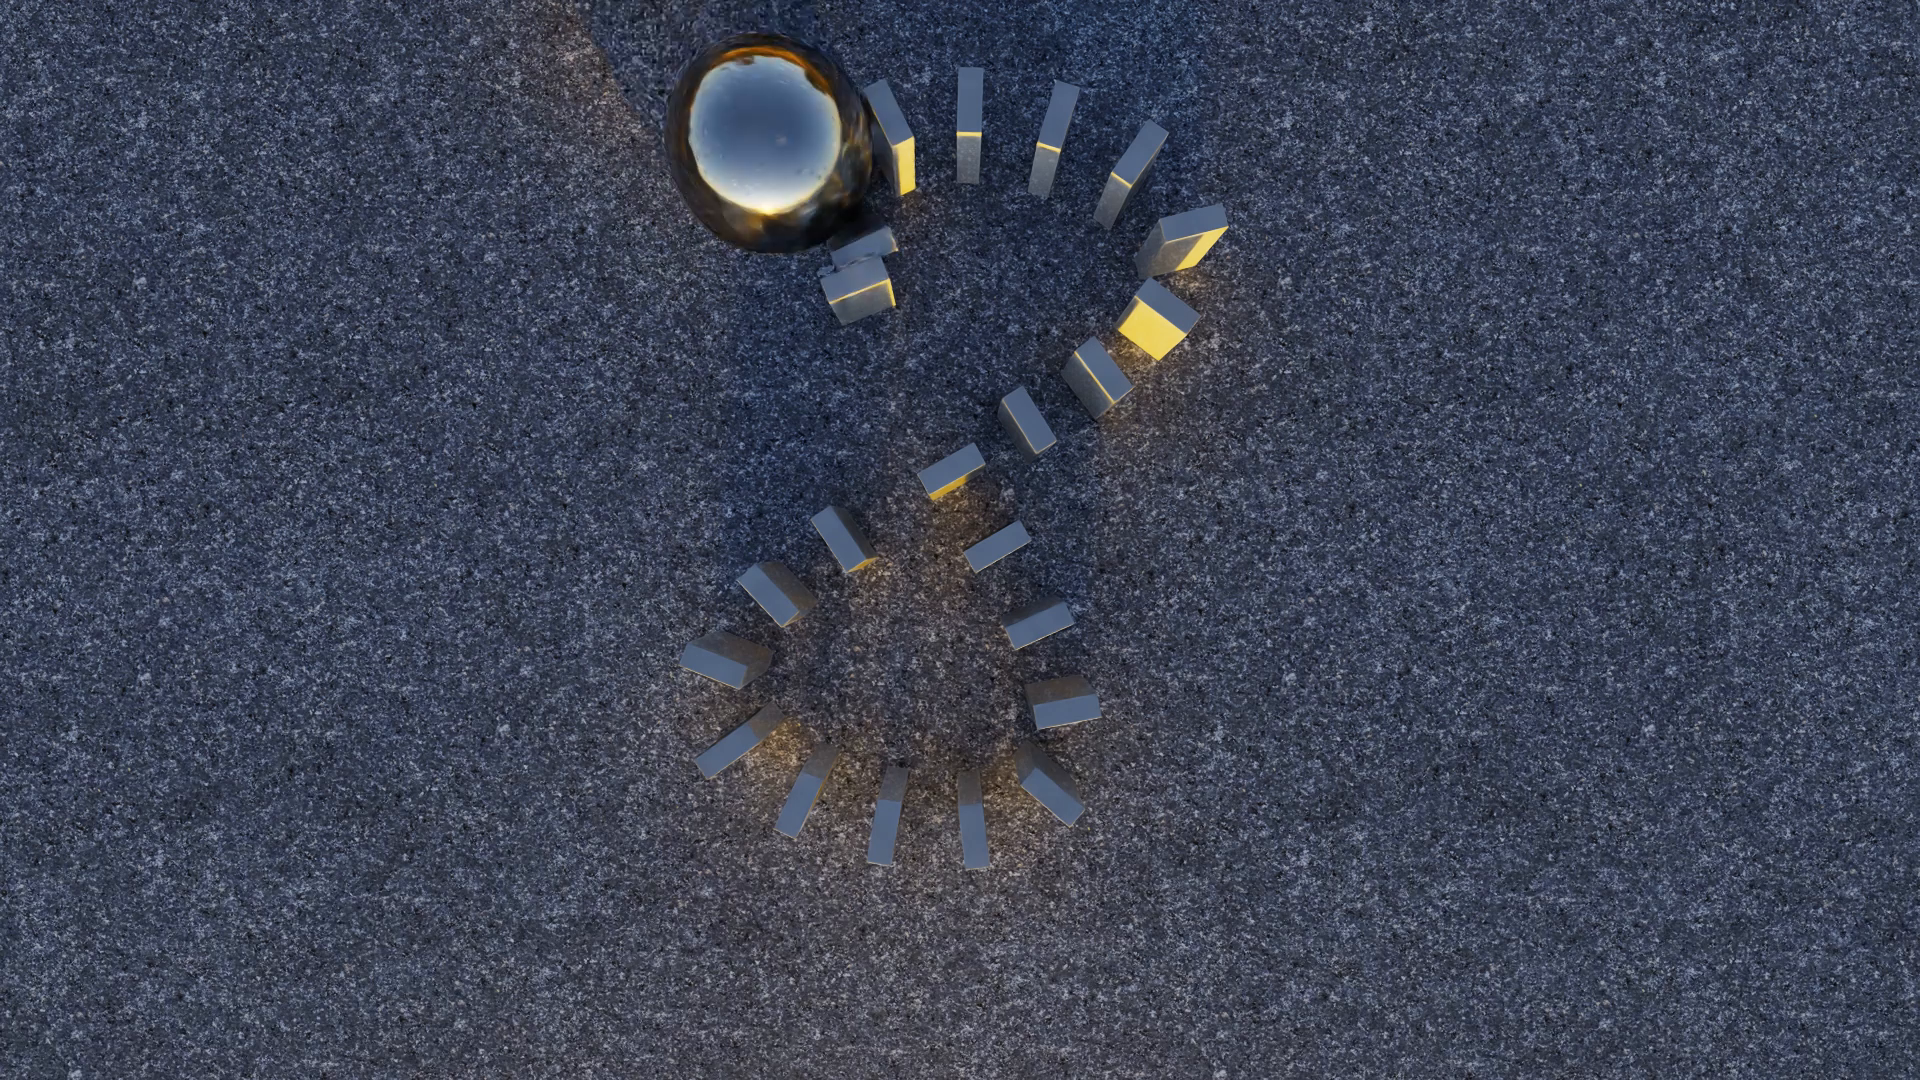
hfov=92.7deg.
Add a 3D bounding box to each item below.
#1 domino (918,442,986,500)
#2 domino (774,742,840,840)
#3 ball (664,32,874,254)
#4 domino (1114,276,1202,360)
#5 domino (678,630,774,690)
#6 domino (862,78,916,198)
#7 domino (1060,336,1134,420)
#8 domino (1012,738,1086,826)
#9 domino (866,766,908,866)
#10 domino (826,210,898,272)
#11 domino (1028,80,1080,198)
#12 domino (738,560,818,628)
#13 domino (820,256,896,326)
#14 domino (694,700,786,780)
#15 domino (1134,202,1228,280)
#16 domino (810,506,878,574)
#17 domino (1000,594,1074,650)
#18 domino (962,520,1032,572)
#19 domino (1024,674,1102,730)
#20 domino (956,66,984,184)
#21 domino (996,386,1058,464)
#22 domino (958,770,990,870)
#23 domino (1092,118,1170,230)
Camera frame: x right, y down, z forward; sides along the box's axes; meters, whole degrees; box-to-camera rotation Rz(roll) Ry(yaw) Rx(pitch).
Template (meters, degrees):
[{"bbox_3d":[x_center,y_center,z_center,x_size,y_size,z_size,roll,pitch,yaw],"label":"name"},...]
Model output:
[{"bbox_3d":[-0.003,-0.027,0.375,0.025,0.050,0.009,-29,90,0],"label":"domino"},{"bbox_3d":[-0.062,0.101,0.375,0.010,0.050,0.025,25,90,0],"label":"domino"},{"bbox_3d":[-0.074,-0.154,0.360,0.080,0.080,0.080,0,90,0],"label":"ball"},{"bbox_3d":[0.079,-0.090,0.375,0.025,0.050,0.010,37,90,0],"label":"domino"},{"bbox_3d":[-0.094,0.048,0.375,0.025,0.050,0.009,22,90,0],"label":"domino"},{"bbox_3d":[-0.028,-0.163,0.375,0.010,0.050,0.025,-26,90,-2],"label":"domino"},{"bbox_3d":[0.055,-0.065,0.375,0.010,0.050,0.025,-37,90,0],"label":"domino"},{"bbox_3d":[0.036,0.098,0.375,0.025,0.050,0.010,40,90,0],"label":"domino"},{"bbox_3d":[-0.029,0.112,0.375,0.009,0.050,0.025,10,90,0],"label":"domino"},{"bbox_3d":[-0.042,-0.122,0.376,0.025,0.050,0.009,-24,118,1],"label":"domino"},{"bbox_3d":[0.038,-0.162,0.375,0.009,0.050,0.025,17,90,0],"label":"domino"},{"bbox_3d":[-0.073,0.021,0.375,0.010,0.050,0.025,-43,90,0],"label":"domino"},{"bbox_3d":[-0.041,-0.101,0.375,0.025,0.050,0.010,-22,94,0],"label":"domino"},{"bbox_3d":[-0.089,0.081,0.375,0.025,0.050,0.010,-35,90,0],"label":"domino"},{"bbox_3d":[0.089,-0.121,0.375,0.025,0.050,0.010,-14,90,0],"label":"domino"},{"bbox_3d":[-0.046,0.000,0.375,0.009,0.050,0.025,-34,90,0],"label":"domino"},{"bbox_3d":[0.030,0.033,0.375,0.025,0.050,0.010,-24,90,0],"label":"domino"},{"bbox_3d":[0.014,0.002,0.375,0.025,0.050,0.009,-30,90,0],"label":"domino"},{"bbox_3d":[0.041,0.065,0.375,0.025,0.050,0.009,-11,90,0],"label":"domino"},{"bbox_3d":[0.004,-0.168,0.375,0.010,0.050,0.025,2,90,0],"label":"domino"},{"bbox_3d":[0.027,-0.046,0.375,0.009,0.050,0.025,-32,90,0],"label":"domino"},{"bbox_3d":[0.005,0.113,0.375,0.009,0.050,0.025,-7,90,0],"label":"domino"},{"bbox_3d":[0.069,-0.148,0.375,0.009,0.050,0.025,35,90,0],"label":"domino"}]
